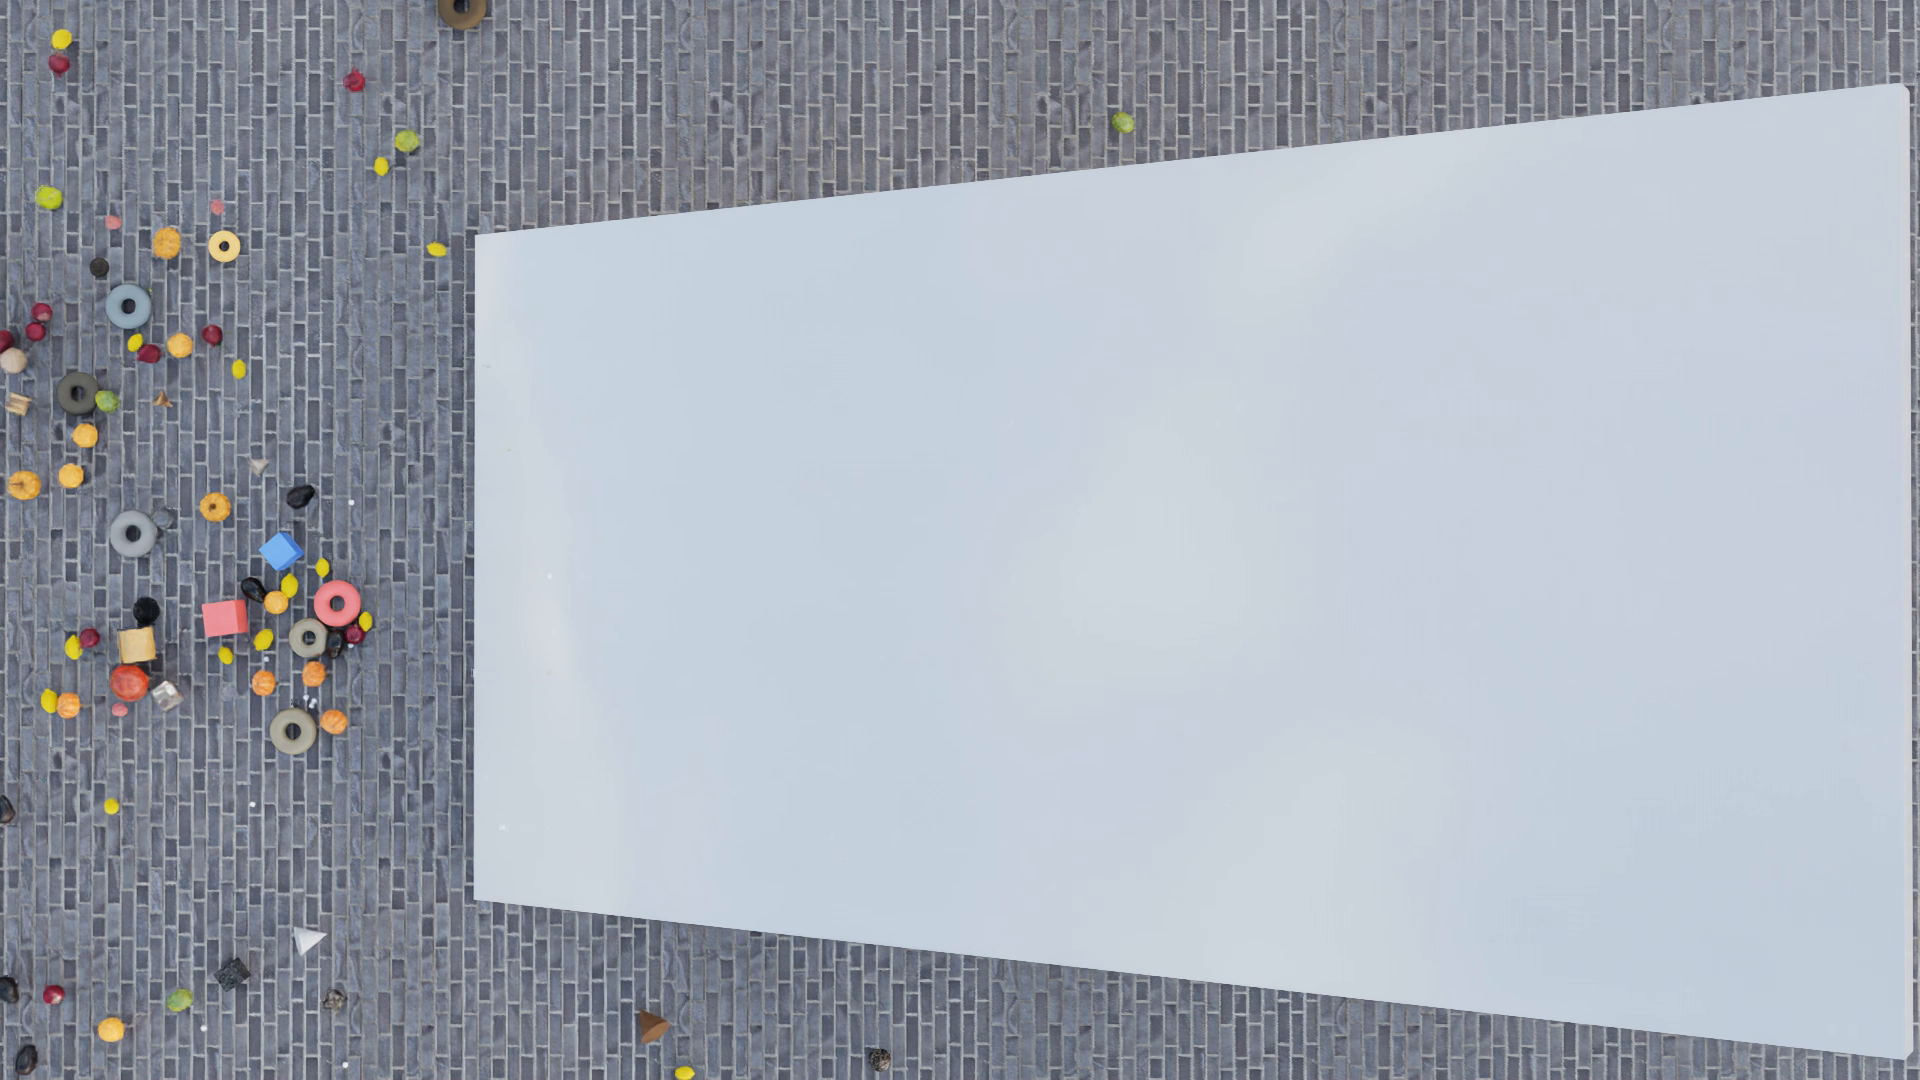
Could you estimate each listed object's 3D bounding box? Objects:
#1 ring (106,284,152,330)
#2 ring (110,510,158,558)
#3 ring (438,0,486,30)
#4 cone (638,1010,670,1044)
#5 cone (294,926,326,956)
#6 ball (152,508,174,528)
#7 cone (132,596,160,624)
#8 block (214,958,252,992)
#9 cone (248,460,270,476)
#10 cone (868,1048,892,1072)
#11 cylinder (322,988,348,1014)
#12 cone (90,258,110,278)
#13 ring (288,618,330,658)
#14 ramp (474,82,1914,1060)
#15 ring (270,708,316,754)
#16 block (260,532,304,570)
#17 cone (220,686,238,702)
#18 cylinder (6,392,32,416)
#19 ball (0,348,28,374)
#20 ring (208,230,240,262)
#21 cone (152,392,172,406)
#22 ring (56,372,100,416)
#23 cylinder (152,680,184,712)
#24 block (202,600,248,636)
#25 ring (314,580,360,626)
[{"bbox_3d":[-2.528,-0.711,6.689,0.139,0.046,0.139,0,89,-1],"label":"ring"},{"bbox_3d":[-2.512,-0.019,6.682,0.146,0.049,0.146,0,90,1],"label":"ring"},{"bbox_3d":[-1.517,-1.628,6.696,0.148,0.049,0.148,0,89,-1],"label":"ring"},{"bbox_3d":[-0.949,1.458,6.670,0.098,0.098,0.098,-44,61,0],"label":"cone"},{"bbox_3d":[-1.964,1.206,6.674,0.090,0.090,0.090,-11,89,-27],"label":"cone"},{"bbox_3d":[-2.419,-0.066,6.674,0.065,0.065,0.065,0,89,0],"label":"ball"},{"bbox_3d":[-2.481,0.214,6.662,0.082,0.082,0.082,0,89,0],"label":"cone"},{"bbox_3d":[-2.204,1.317,6.660,0.068,0.068,0.068,-35,90,0],"label":"block"},{"bbox_3d":[-2.125,-0.231,6.694,0.058,0.058,0.058,-32,90,-27],"label":"cone"},{"bbox_3d":[-0.244,1.582,6.656,0.070,0.070,0.070,0,89,0],"label":"cone"},{"bbox_3d":[-1.895,1.398,6.666,0.054,0.054,0.054,28,90,0],"label":"cylinder"},{"bbox_3d":[-2.627,-0.832,6.682,0.061,0.061,0.061,0,89,0],"label":"cone"},{"bbox_3d":[-1.978,0.297,6.683,0.123,0.041,0.123,0,91,0],"label":"ring"},{"bbox_3d":[0.261,0.072,5.603,4.000,0.100,2.000,0,89,32],"label":"ramp"},{"bbox_3d":[-2.025,0.581,6.677,0.143,0.048,0.143,0,90,1],"label":"ring"},{"bbox_3d":[-2.055,0.035,6.664,0.082,0.082,0.082,-39,90,0],"label":"block"},{"bbox_3d":[-2.234,0.480,6.689,0.055,0.055,0.055,-35,90,26],"label":"cone"},{"bbox_3d":[-2.860,-0.412,6.681,0.055,0.055,0.055,21,90,0],"label":"cylinder"},{"bbox_3d":[-2.871,-0.545,6.671,0.078,0.078,0.078,0,89,0],"label":"ball"},{"bbox_3d":[-2.240,-0.894,6.698,0.096,0.032,0.096,0,91,-1],"label":"ring"},{"bbox_3d":[-2.420,-0.419,6.697,0.052,0.052,0.052,34,90,-26],"label":"cone"},{"bbox_3d":[-2.681,-0.445,6.687,0.135,0.045,0.135,0,90,1],"label":"ring"},{"bbox_3d":[-2.402,0.471,6.666,0.070,0.070,0.070,-33,90,0],"label":"cylinder"},{"bbox_3d":[-2.223,0.237,6.654,0.098,0.098,0.098,-8,89,0],"label":"block"},{"bbox_3d":[-1.891,0.193,6.680,0.143,0.048,0.143,0,88,1],"label":"ring"}]
